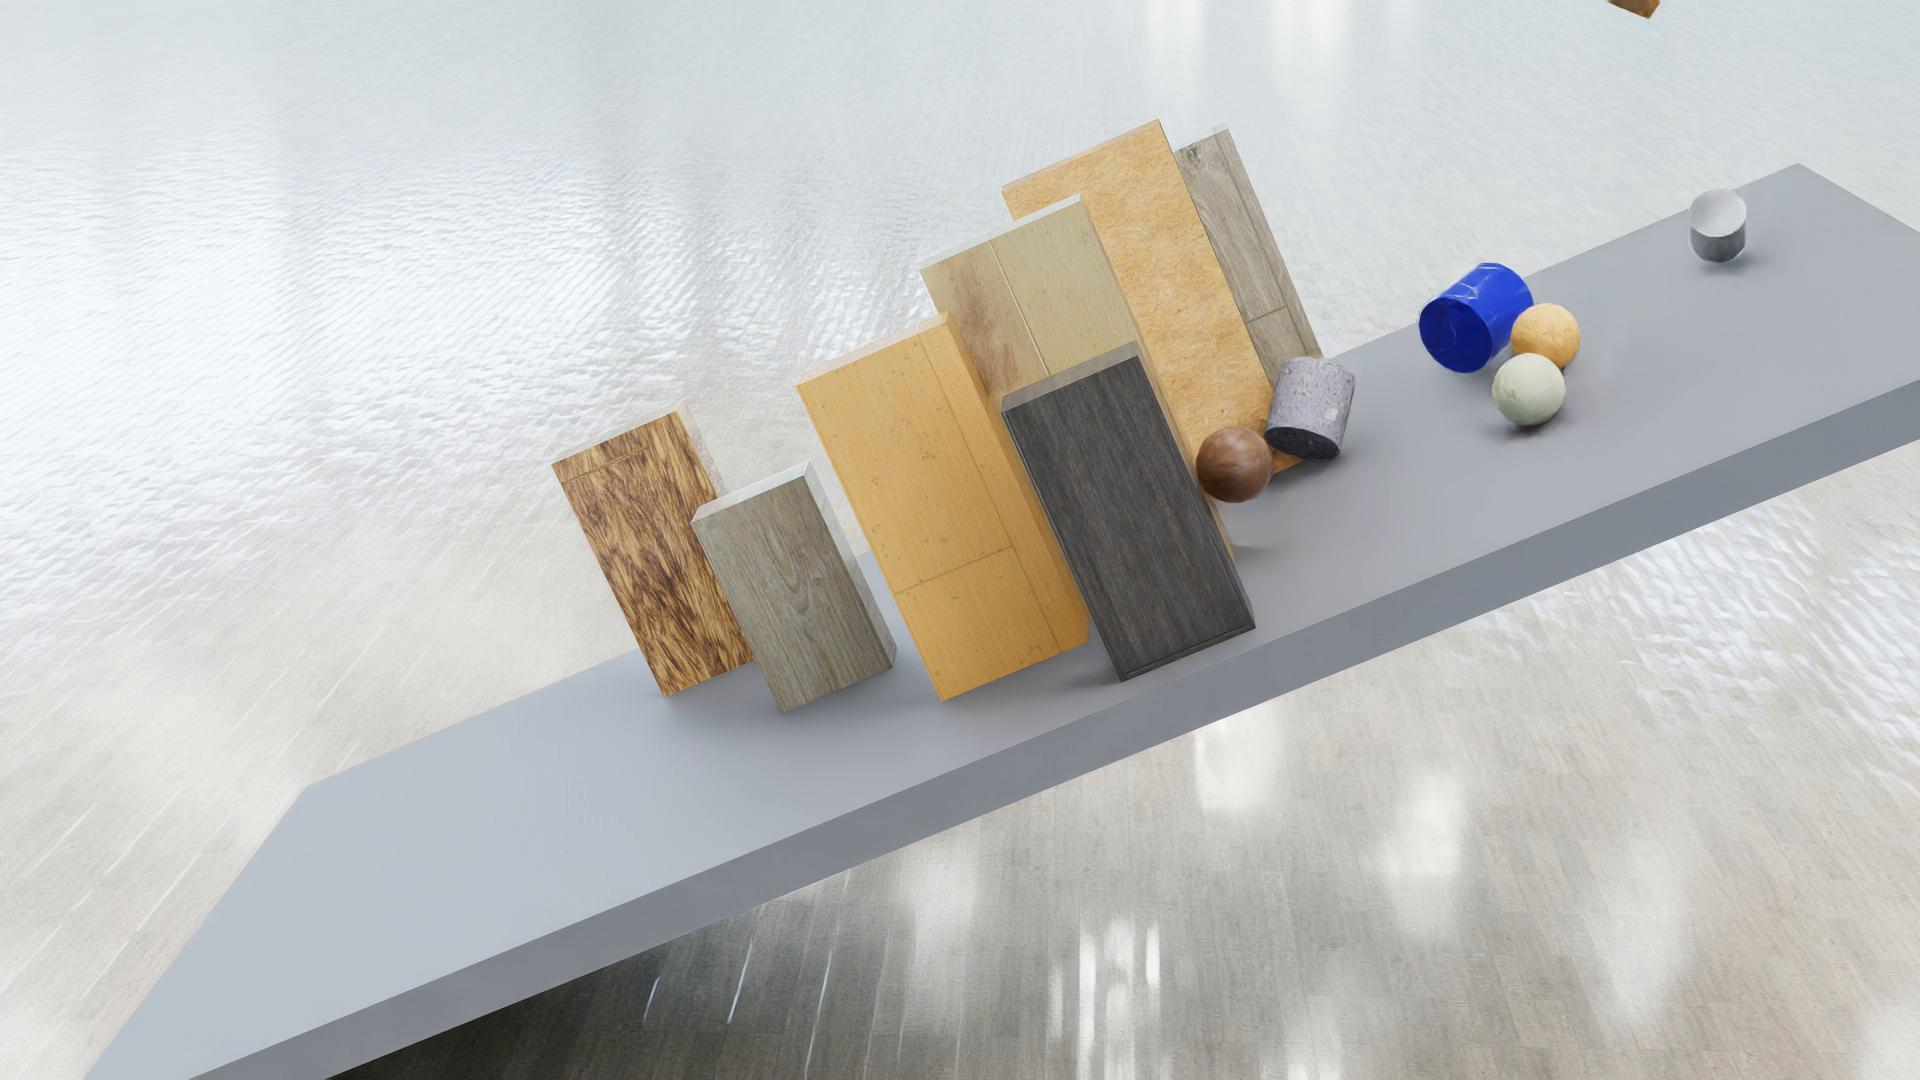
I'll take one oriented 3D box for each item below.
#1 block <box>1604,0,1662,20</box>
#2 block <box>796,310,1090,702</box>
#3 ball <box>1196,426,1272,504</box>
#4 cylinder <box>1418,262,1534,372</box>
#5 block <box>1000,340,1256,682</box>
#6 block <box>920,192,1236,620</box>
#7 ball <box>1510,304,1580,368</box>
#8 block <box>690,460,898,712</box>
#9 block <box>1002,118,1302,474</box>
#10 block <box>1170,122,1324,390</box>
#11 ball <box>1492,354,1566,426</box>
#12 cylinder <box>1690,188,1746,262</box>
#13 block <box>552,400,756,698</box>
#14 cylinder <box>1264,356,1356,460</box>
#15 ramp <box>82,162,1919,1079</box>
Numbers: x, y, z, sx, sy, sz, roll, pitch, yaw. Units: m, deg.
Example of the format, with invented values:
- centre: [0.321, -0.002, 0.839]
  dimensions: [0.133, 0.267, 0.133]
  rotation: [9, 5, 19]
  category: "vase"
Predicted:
- centre: [1.276, -1.072, 5.548]
  dimensions: [0.107, 0.107, 0.107]
  rotation: [29, -10, 25]
  category: "block"
- centre: [-0.029, -0.065, 5.736]
  dimensions: [0.315, 0.688, 0.134]
  rotation: [-23, 13, 8]
  category: "block"
- centre: [0.535, -0.147, 5.742]
  dimensions: [0.150, 0.150, 0.150]
  rotation: [0, 15, 0]
  category: "ball"
- centre: [1.117, -0.482, 6.363]
  dimensions: [0.180, 0.180, 0.180]
  rotation: [13, 37, 39]
  category: "cylinder"
- centre: [0.309, -0.052, 5.372]
  dimensions: [0.266, 0.550, 0.144]
  rotation: [-23, 13, 8]
  category: "block"
- centre: [0.235, -0.255, 5.811]
  dimensions: [0.339, 0.779, 0.114]
  rotation: [-23, 13, 8]
  category: "block"
- centre: [1.218, -0.420, 6.119]
  dimensions: [0.143, 0.143, 0.143]
  rotation: [0, 15, 0]
  category: "ball"
- centre: [-0.347, 0.098, 6.203]
  dimensions: [0.259, 0.451, 0.141]
  rotation: [-23, 13, 8]
  category: "block"
- centre: [0.413, -0.462, 6.299]
  dimensions: [0.361, 0.790, 0.095]
  rotation: [-23, 13, 8]
  category: "block"
- centre: [0.626, -0.615, 6.843]
  dimensions: [0.259, 0.650, 0.119]
  rotation: [-23, 13, 8]
  category: "block"
- centre: [1.121, -0.297, 5.800]
  dimensions: [0.142, 0.142, 0.142]
  rotation: [0, 15, 0]
  category: "ball"
- centre: [1.632, -0.677, 6.336]
  dimensions: [0.118, 0.118, 0.118]
  rotation: [5, -20, 17]
  category: "cylinder"
- centre: [-0.656, 0.020, 6.750]
  dimensions: [0.317, 0.601, 0.124]
  rotation: [-23, 13, 8]
  category: "block"
- centre: [0.741, -0.279, 6.225]
  dimensions: [0.163, 0.163, 0.163]
  rotation: [14, -18, 5]
  category: "cylinder"
- centre: [0.131, 0.170, 6.285]
  dimensions: [4.000, 0.100, 2.000]
  rotation: [-23, 13, 8]
  category: "ramp"
